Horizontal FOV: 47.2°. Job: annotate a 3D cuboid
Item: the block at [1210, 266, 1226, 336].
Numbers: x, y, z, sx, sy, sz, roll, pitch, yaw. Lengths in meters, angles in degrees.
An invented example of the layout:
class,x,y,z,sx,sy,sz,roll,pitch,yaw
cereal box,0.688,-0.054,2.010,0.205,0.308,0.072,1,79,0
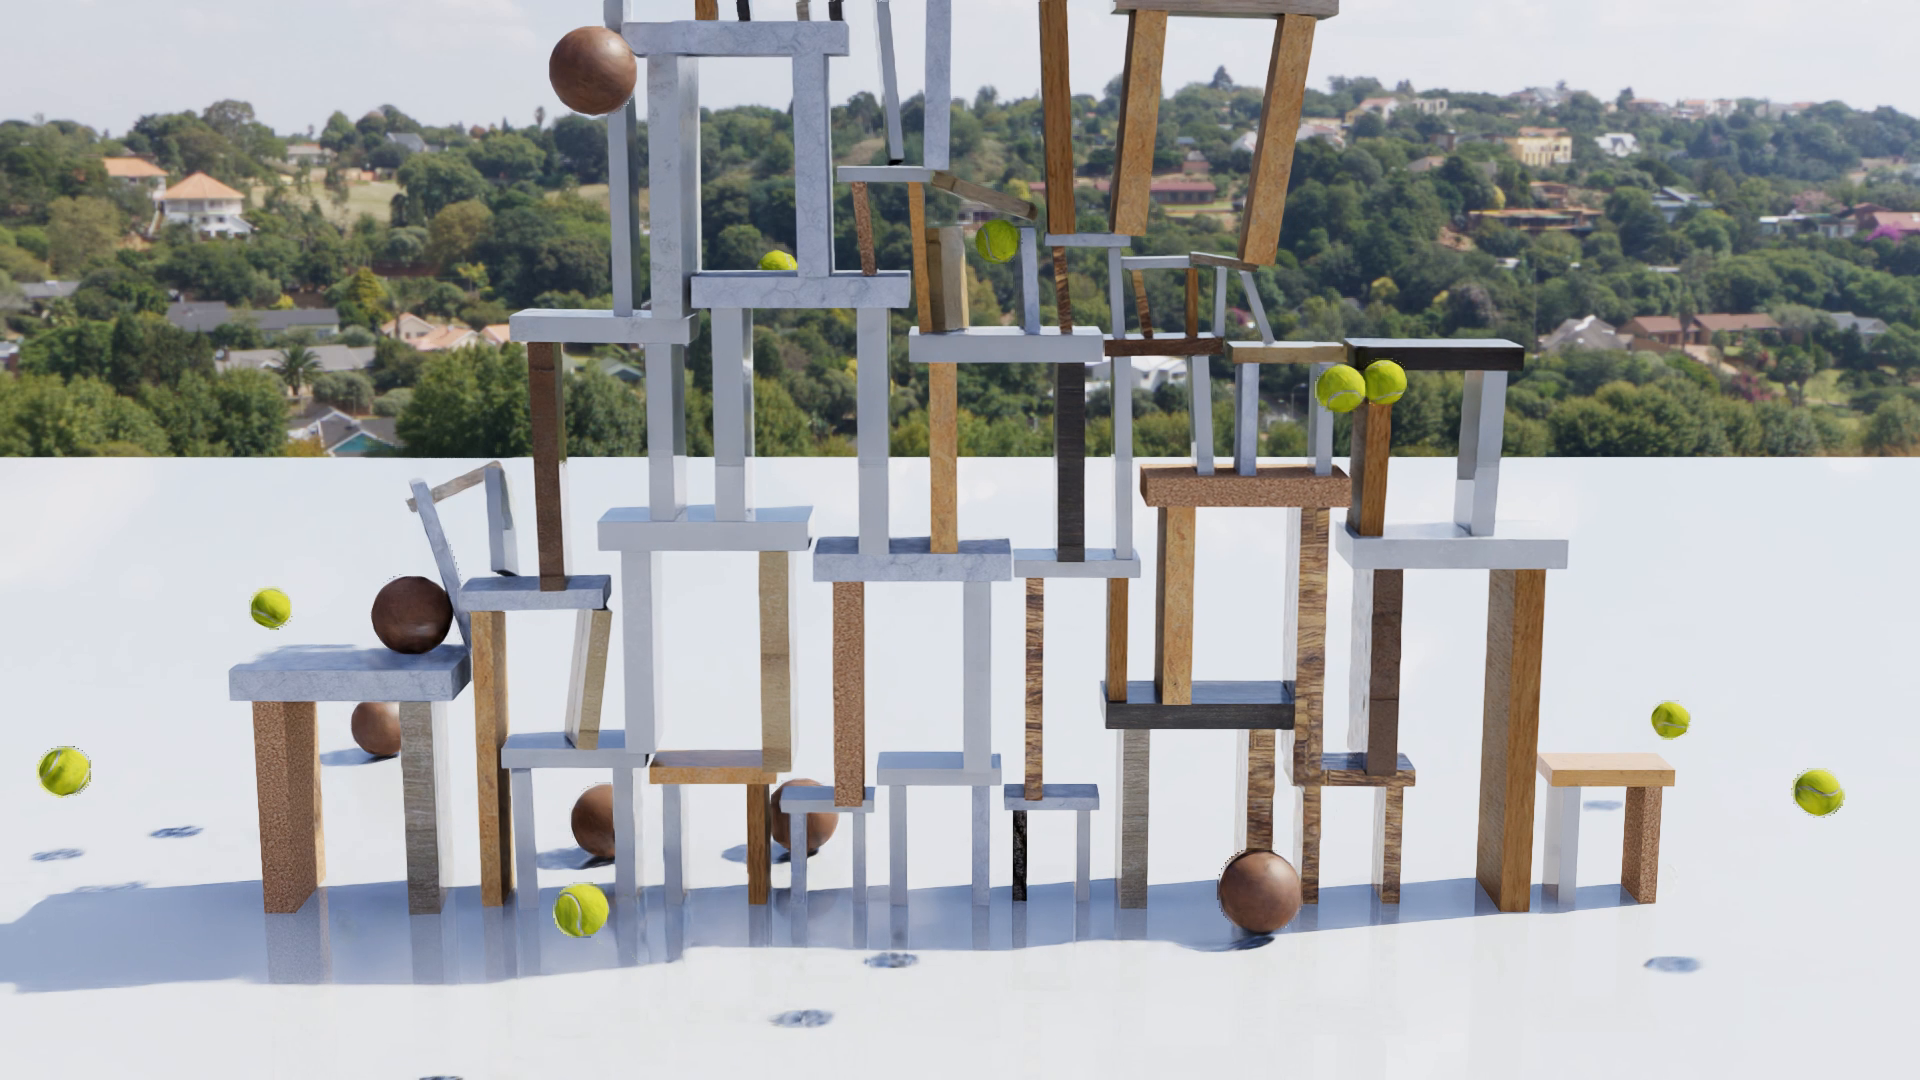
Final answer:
class,x,y,z,sx,sy,sz,roll,pitch,yaw
block,0.410,-0.379,3.487,0.015,0.107,0.054,1,11,0

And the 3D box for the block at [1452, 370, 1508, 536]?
class,x,y,z,sx,sy,sz,roll,pitch,yaw
block,0.835,-0.147,3.535,0.037,0.263,0.131,2,11,0

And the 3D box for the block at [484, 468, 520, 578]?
class,x,y,z,sx,sy,sz,roll,pitch,yaw
block,-0.747,-0.028,3.586,0.024,0.167,0.083,-6,-9,3

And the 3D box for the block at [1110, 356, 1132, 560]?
class,x,y,z,sx,sy,sz,roll,pitch,yaw
block,0.259,-0.138,3.534,0.027,0.325,0.094,-1,11,0

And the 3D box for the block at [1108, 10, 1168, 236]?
class,x,y,z,sx,sy,sz,roll,pitch,yaw
block,0.277,-0.651,3.444,0.048,0.338,0.169,5,10,0

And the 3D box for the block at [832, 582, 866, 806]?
class,x,y,z,sx,sy,sz,roll,pitch,yaw
block,-0.181,0.235,3.602,0.045,0.372,0.158,0,10,0

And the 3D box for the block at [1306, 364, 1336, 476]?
class,x,y,z,sx,sy,sz,roll,pitch,yaw
block,0.577,-0.198,3.517,0.025,0.179,0.090,0,11,0

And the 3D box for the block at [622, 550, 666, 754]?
class,x,y,z,sx,sy,sz,roll,pitch,yaw
block,-0.515,0.166,3.588,0.047,0.332,0.166,0,10,-1

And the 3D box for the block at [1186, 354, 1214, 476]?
class,x,y,z,sx,sy,sz,roll,pitch,yaw
block,0.385,-0.205,3.521,0.027,0.189,0.094,-4,10,1

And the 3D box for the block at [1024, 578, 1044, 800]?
class,x,y,z,sx,sy,sz,roll,pitch,yaw
block,0.120,0.233,3.600,0.029,0.371,0.101,0,11,0

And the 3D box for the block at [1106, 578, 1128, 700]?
class,x,y,z,sx,sy,sz,roll,pitch,yaw
block,0.255,0.151,3.584,0.029,0.203,0.101,0,11,0

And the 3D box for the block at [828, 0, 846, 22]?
class,x,y,z,sx,sy,sz,roll,pitch,yaw
block,-0.194,-0.876,3.402,0.021,0.145,0.072,-3,6,2

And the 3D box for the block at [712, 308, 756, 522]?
class,x,y,z,sx,sy,sz,roll,pitch,yaw
block,-0.362,-0.210,3.524,0.048,0.336,0.168,0,10,0

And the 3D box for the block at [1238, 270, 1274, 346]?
class,x,y,z,sx,sy,sz,roll,pitch,yaw
block,0.471,-0.369,3.490,0.015,0.118,0.054,-20,9,5

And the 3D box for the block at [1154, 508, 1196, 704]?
class,x,y,z,sx,sy,sz,roll,pitch,yaw
block,0.349,0.091,3.576,0.046,0.321,0.161,0,11,0

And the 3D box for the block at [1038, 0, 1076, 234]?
class,x,y,z,sx,sy,sz,roll,pitch,yaw
block,0.150,-0.671,3.435,0.039,0.378,0.138,-3,10,1

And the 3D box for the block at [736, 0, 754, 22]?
class,x,y,z,sx,sy,sz,roll,pitch,yaw
block,-0.339,-0.869,3.404,0.019,0.136,0.068,-7,10,1

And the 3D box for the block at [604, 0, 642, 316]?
class,x,y,z,sx,sy,sz,roll,pitch,yaw
block,-0.528,-0.683,3.430,0.029,0.657,0.104,0,10,0

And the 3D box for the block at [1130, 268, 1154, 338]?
class,x,y,z,sx,sy,sz,roll,pitch,yaw
block,0.288,-0.379,3.496,0.015,0.107,0.054,-11,10,2

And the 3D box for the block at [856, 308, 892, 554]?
class,x,y,z,sx,sy,sz,roll,pitch,yaw
block,-0.137,-0.184,3.528,0.048,0.389,0.168,0,10,0

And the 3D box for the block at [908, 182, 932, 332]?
class,x,y,z,sx,sy,sz,roll,pitch,yaw
block,-0.061,-0.449,3.477,0.020,0.234,0.072,-4,12,3

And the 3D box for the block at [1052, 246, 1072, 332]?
class,x,y,z,sx,sy,sz,roll,pitch,yaw
block,0.162,-0.399,3.487,0.019,0.134,0.067,-6,10,1

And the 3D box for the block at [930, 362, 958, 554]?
class,x,y,z,sx,sy,sz,roll,pitch,yaw
block,-0.027,-0.142,3.538,0.043,0.303,0.152,0,10,-1

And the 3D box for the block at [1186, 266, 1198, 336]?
class,x,y,z,sx,sy,sz,roll,pitch,yaw
block,0.368,-0.379,3.493,0.015,0.107,0.054,-1,10,1

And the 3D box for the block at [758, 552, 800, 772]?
class,x,y,z,sx,sy,sz,roll,pitch,yaw
block,-0.295,0.181,3.588,0.047,0.363,0.166,0,11,0

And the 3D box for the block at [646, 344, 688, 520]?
class,x,y,z,sx,sy,sz,roll,pitch,yaw
block,-0.469,-0.181,3.522,0.040,0.280,0.140,0,10,1

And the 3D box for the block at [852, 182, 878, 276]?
class,x,y,z,sx,sy,sz,roll,pitch,yaw
block,-0.151,-0.494,3.468,0.020,0.144,0.072,-7,12,1

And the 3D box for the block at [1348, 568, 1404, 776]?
class,x,y,z,sx,sy,sz,roll,pitch,yaw
block,0.678,0.197,3.596,0.048,0.340,0.170,0,10,0

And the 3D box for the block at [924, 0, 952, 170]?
class,x,y,z,sx,sy,sz,roll,pitch,yaw
block,-0.035,-0.719,3.417,0.039,0.276,0.138,1,13,-1

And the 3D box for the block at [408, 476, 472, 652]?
class,x,y,z,sx,sy,sz,roll,pitch,yaw
block,-0.845,0.038,3.610,0.024,0.289,0.083,-19,13,-15

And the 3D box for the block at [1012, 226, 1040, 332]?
class,x,y,z,sx,sy,sz,roll,pitch,yaw
block,0.105,-0.414,3.487,0.023,0.162,0.081,-5,10,-7

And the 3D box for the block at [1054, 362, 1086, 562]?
class,x,y,z,sx,sy,sz,roll,pitch,yaw
block,0.175,-0.135,3.537,0.043,0.318,0.152,0,11,0

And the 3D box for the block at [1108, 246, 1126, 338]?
class,x,y,z,sx,sy,sz,roll,pitch,yaw
block,0.248,-0.394,3.488,0.019,0.143,0.067,-3,10,3

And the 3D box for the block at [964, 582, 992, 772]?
class,x,y,z,sx,sy,sz,roll,pitch,yaw
block,0.028,0.207,3.598,0.045,0.315,0.157,0,10,0

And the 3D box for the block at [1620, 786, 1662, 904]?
class,x,y,z,sx,sy,sz,roll,pitch,yaw
block,1.132,0.491,3.653,0.028,0.200,0.100,0,11,0

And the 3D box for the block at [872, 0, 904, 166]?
class,x,y,z,sx,sy,sz,roll,pitch,yaw
block,-0.118,-0.774,3.439,0.021,0.366,0.072,-6,1,-7

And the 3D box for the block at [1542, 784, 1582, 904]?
class,x,y,z,sx,sy,sz,roll,pitch,yaw
block,0.999,0.491,3.653,0.028,0.200,0.100,0,11,0

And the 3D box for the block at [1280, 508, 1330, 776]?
class,x,y,z,sx,sy,sz,roll,pitch,yaw
block,0.562,0.149,3.586,0.046,0.438,0.161,0,11,1

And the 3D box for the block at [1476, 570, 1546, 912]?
class,x,y,z,sx,sy,sz,roll,pitch,yaw
block,0.904,0.310,3.616,0.048,0.569,0.170,0,11,0

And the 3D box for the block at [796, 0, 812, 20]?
class,x,y,z,sx,sy,sz,roll,pitch,yaw
block,-0.246,-0.869,3.404,0.019,0.136,0.068,-5,10,1

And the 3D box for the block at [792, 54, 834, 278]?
class,x,y,z,sx,sy,sz,roll,pitch,yaw
block,-0.229,-0.588,3.451,0.048,0.338,0.169,-1,10,0

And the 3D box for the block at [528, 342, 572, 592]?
class,x,y,z,sx,sy,sz,roll,pitch,yaw
block,-0.658,-0.126,3.534,0.040,0.397,0.140,-2,11,-5

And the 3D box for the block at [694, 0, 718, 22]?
class,x,y,z,sx,sy,sz,roll,pitch,yaw
block,-0.394,-0.902,3.389,0.029,0.208,0.104,-2,11,-3

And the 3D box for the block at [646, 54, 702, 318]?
class,x,y,z,sx,sy,sz,roll,pitch,yaw
block,-0.447,-0.556,3.454,0.048,0.401,0.169,1,10,4

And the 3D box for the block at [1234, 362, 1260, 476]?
class,x,y,z,sx,sy,sz,roll,pitch,yaw
block,0.458,-0.198,3.517,0.025,0.179,0.090,0,11,0

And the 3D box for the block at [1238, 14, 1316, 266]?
class,x,y,z,sx,sy,sz,roll,pitch,yaw
block,0.495,-0.625,3.447,0.048,0.378,0.169,9,10,2

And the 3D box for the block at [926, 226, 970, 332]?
class,x,y,z,sx,sy,sz,roll,pitch,yaw
block,-0.019,-0.417,3.507,0.023,0.162,0.081,1,10,28

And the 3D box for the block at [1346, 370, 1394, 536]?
class,x,y,z,sx,sy,sz,roll,pitch,yaw
block,0.659,-0.148,3.536,0.037,0.263,0.131,2,11,0
